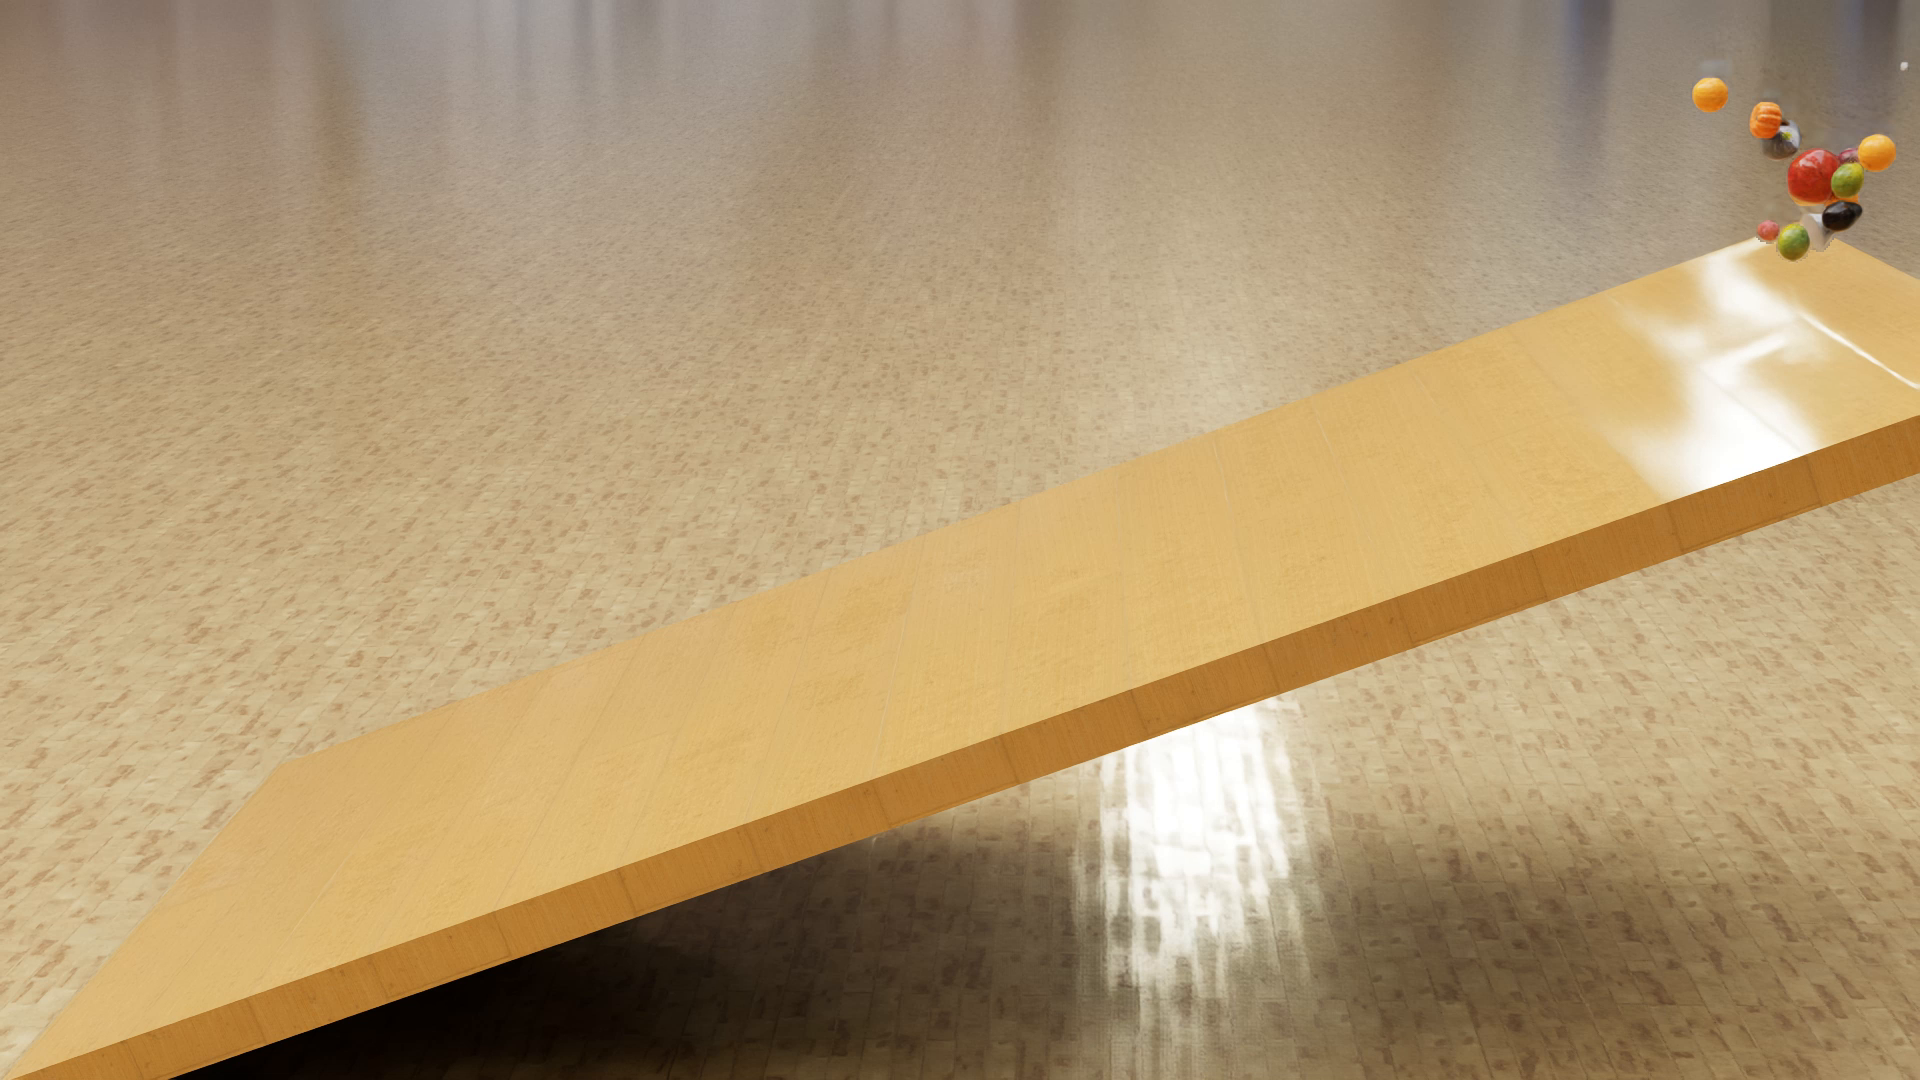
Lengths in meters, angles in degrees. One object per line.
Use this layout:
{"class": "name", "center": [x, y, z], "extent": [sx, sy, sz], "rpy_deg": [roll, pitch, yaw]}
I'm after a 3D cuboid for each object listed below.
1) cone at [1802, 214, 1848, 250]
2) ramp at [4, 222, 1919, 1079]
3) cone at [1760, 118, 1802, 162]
{"class": "cone", "center": [1.715, -0.623, 5.794], "extent": [0.078, 0.078, 0.078], "rpy_deg": [-24, 16, -5]}
{"class": "ramp", "center": [0.117, 0.176, 6.296], "extent": [4.000, 0.100, 2.000], "rpy_deg": [-20, 12, 7]}
{"class": "cone", "center": [1.720, -0.820, 6.095], "extent": [0.090, 0.090, 0.090], "rpy_deg": [-2, 19, -9]}
